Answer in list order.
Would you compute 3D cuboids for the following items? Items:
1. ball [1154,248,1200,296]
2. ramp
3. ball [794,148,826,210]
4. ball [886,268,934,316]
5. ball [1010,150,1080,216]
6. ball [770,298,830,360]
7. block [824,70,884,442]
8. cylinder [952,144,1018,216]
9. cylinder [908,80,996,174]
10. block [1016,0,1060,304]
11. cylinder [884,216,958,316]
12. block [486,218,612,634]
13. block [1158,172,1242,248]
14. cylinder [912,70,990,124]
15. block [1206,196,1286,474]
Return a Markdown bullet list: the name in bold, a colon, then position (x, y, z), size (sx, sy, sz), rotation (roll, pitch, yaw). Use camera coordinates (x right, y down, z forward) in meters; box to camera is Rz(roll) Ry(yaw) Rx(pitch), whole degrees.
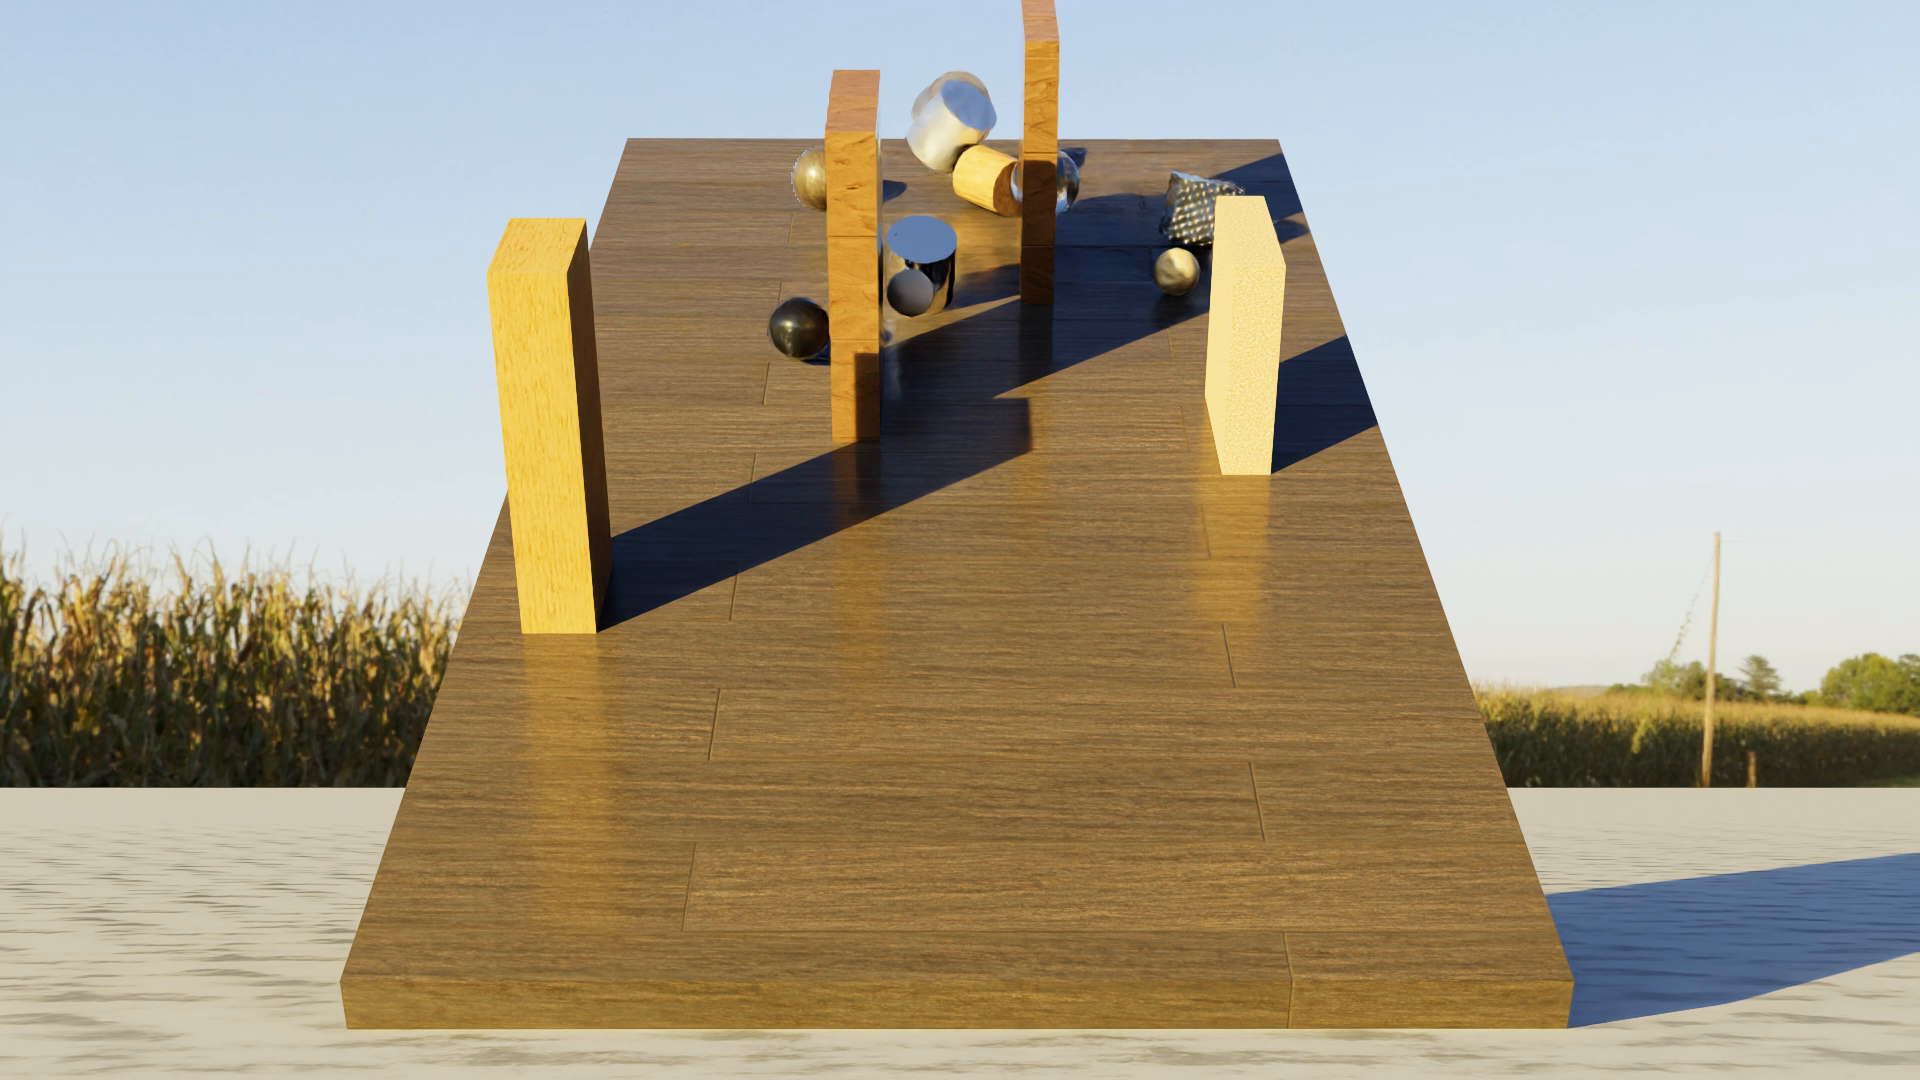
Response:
- **ball**: position (0.570, -0.705, 6.313), size (0.124, 0.124, 0.124), rotation (0, -6, 0)
- **ramp**: position (-0.012, -0.216, 5.663), size (2.000, 0.100, 4.000), rotation (0, 29, 0)
- **ball**: position (-0.387, -1.029, 6.839), size (0.173, 0.173, 0.173), rotation (0, -6, 0)
- **ball**: position (-0.121, -0.603, 5.865), size (0.117, 0.117, 0.117), rotation (0, -6, 0)
- **ball**: position (0.236, -0.991, 6.656), size (0.194, 0.194, 0.194), rotation (0, -6, 0)
- **ball**: position (-0.393, -0.521, 5.912), size (0.152, 0.152, 0.152), rotation (0, -6, 0)
- **block**: position (-0.240, -0.661, 5.584), size (0.111, 0.753, 0.426), rotation (0, 29, 0)
- **cylinder**: position (0.096, -1.022, 6.834), size (0.164, 0.164, 0.164), rotation (29, 15, 40)
- **cylinder**: position (-0.023, -1.185, 6.893), size (0.187, 0.187, 0.187), rotation (4, -35, -36)
- **block**: position (0.202, -1.025, 6.290), size (0.086, 0.703, 0.412), rotation (0, 29, 0)
- **cylinder**: position (-0.103, -0.708, 6.201), size (0.183, 0.183, 0.183), rotation (0, -42, -5)
- **block**: position (-0.805, -0.221, 4.764), size (0.148, 0.780, 0.279), rotation (0, 29, 0)
- **block**: position (0.654, -0.896, 6.541), size (0.168, 0.168, 0.168), rotation (10, 14, -7)
- **cylinder**: position (-0.029, -1.332, 7.431), size (0.198, 0.198, 0.198), rotation (2, -3, -16)
- **block**: position (0.648, -0.472, 5.501), size (0.109, 0.509, 0.417), rotation (0, 29, 0)
